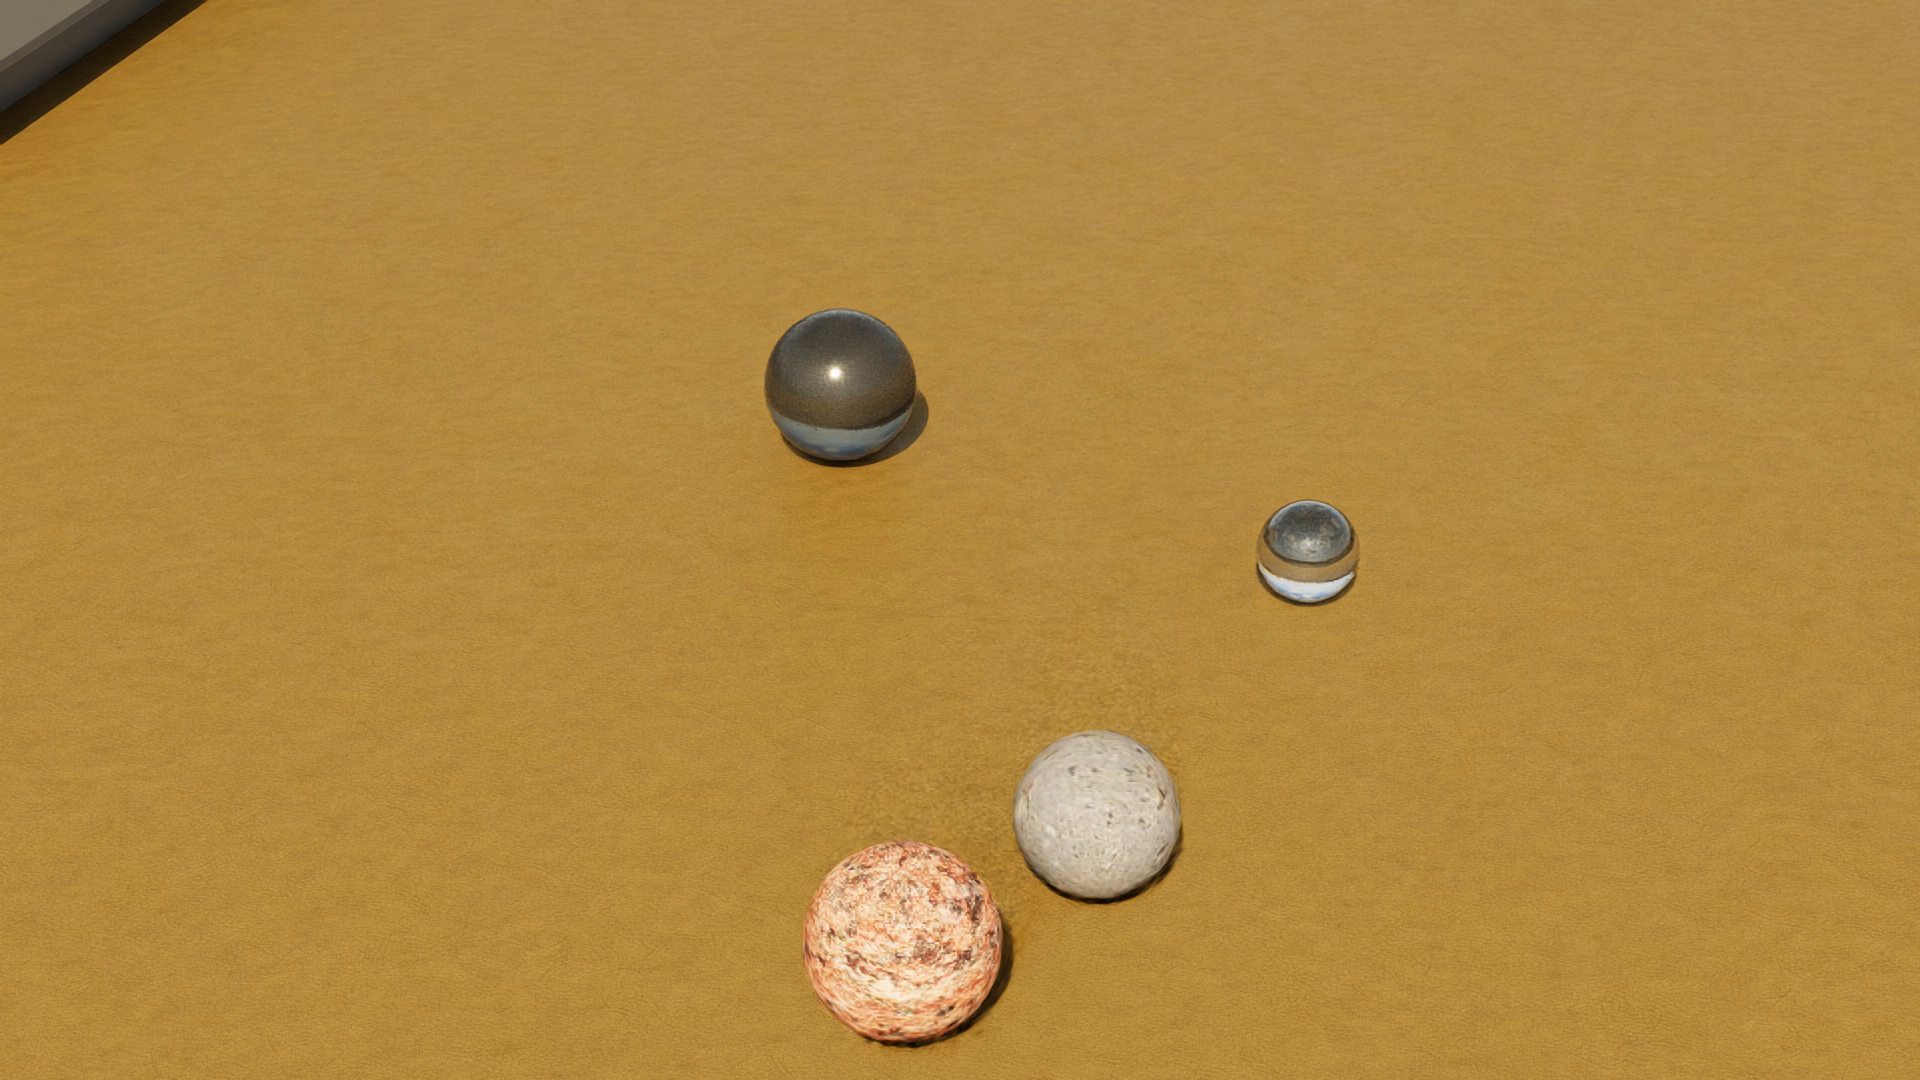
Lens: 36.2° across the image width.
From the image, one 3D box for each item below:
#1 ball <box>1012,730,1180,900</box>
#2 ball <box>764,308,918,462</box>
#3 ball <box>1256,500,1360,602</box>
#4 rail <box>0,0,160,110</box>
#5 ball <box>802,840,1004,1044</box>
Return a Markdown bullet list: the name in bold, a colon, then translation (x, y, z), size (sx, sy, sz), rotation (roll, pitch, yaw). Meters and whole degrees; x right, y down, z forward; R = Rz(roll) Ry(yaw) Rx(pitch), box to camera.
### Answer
- **ball**: translation (0.066, 0.133, 1.426), size (0.082, 0.082, 0.082), rotation (0, 29, 0)
- **ball**: translation (-0.074, -0.096, 1.826), size (0.095, 0.095, 0.095), rotation (0, 29, 0)
- **ball**: translation (0.199, 0.006, 1.678), size (0.059, 0.059, 0.059), rotation (0, 29, 0)
- **rail**: translation (-0.674, -0.560, 2.634), size (0.045, 0.124, 3.728), rotation (7, 30, 12)
- **ball**: translation (-0.026, 0.181, 1.329), size (0.091, 0.091, 0.091), rotation (0, 29, 0)
